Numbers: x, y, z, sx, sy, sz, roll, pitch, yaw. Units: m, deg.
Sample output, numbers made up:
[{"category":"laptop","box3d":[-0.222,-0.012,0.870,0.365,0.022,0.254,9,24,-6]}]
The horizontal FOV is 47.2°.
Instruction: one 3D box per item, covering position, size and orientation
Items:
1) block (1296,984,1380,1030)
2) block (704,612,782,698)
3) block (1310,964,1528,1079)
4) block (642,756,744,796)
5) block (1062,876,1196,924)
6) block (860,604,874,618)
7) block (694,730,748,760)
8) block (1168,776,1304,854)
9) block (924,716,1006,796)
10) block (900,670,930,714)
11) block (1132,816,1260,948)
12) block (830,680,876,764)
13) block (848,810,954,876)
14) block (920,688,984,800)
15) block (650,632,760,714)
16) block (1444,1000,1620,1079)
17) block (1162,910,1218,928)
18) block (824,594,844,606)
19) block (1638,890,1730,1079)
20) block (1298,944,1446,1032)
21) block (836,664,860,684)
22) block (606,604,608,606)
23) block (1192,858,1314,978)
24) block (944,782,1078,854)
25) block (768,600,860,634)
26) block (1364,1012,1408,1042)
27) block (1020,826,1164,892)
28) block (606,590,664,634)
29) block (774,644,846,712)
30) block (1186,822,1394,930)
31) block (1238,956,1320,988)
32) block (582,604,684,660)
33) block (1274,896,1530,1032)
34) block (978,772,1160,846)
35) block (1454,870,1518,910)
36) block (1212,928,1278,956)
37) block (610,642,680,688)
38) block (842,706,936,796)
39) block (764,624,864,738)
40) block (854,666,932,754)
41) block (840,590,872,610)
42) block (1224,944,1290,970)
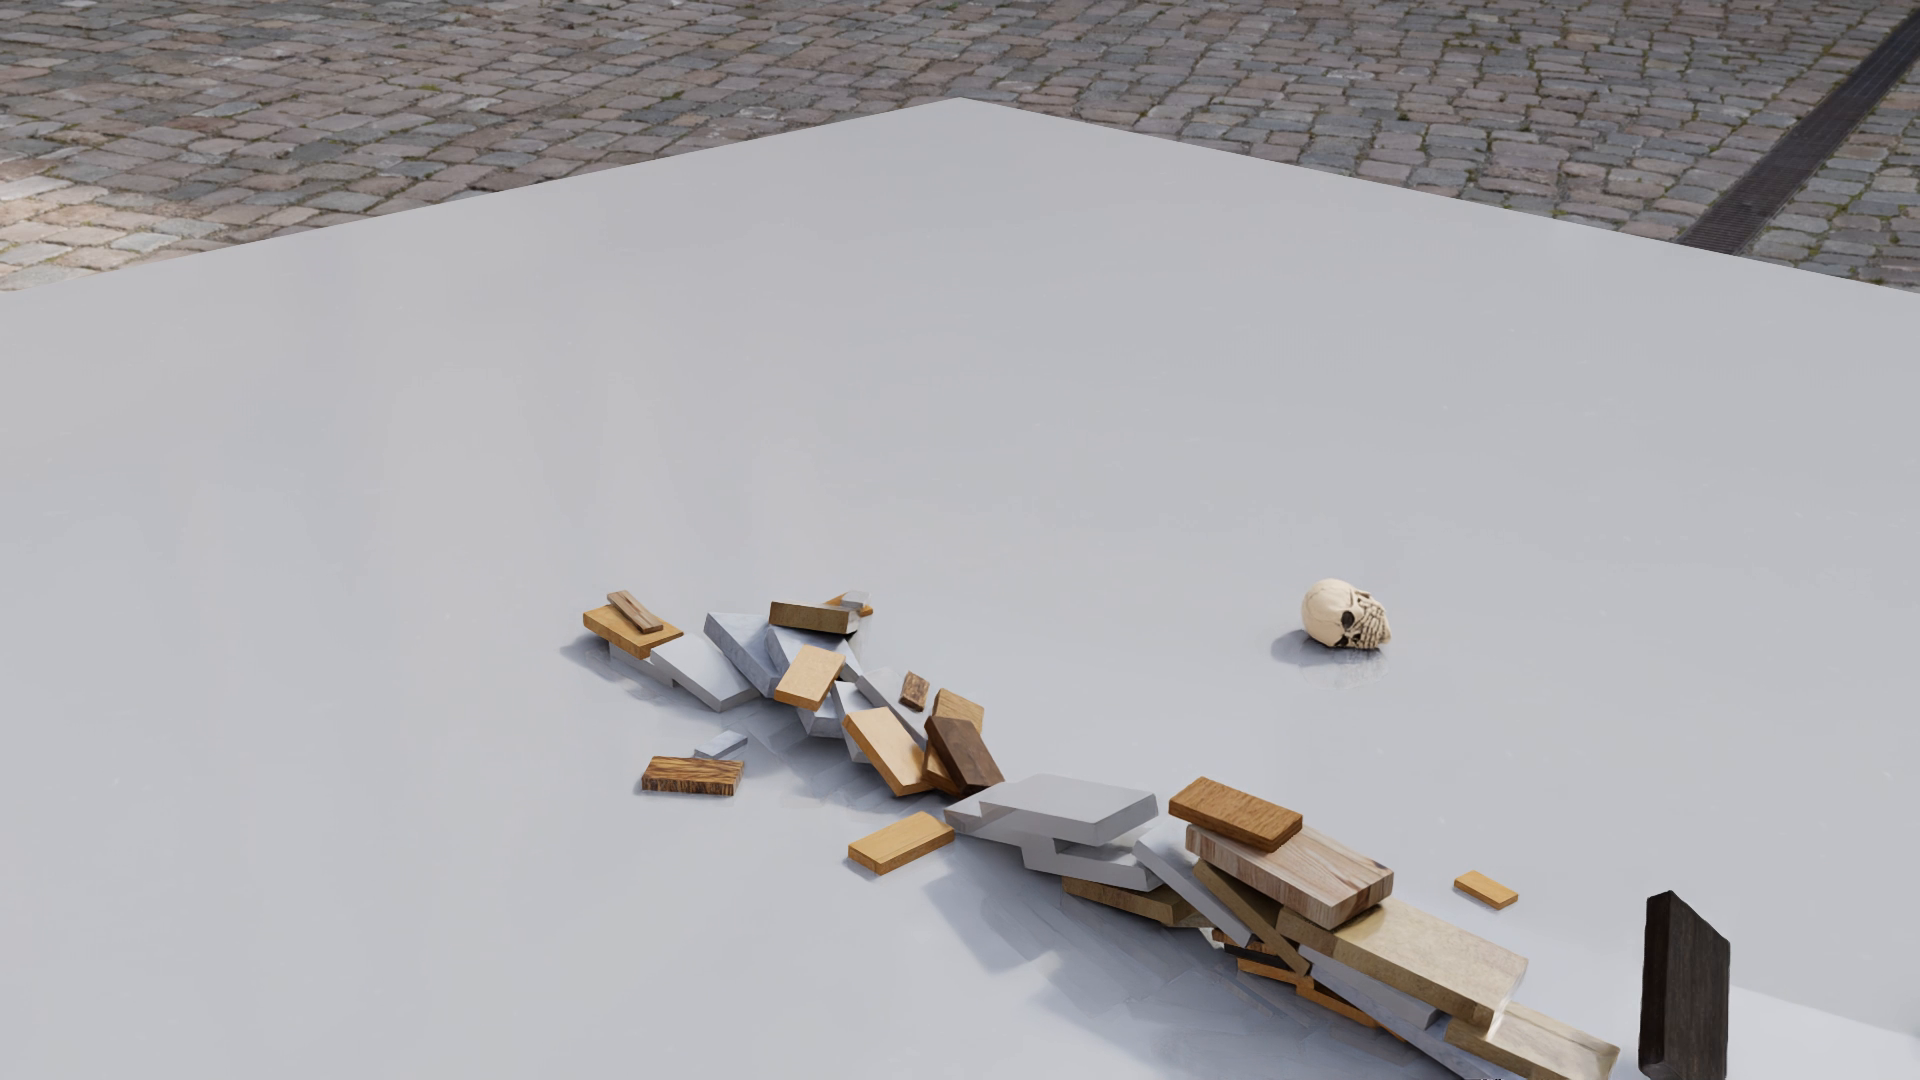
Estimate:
[{"category":"block","box3d":[0.680,0.798,3.851,0.163,0.023,0.081,19,30,38]},{"category":"block","box3d":[-0.431,0.262,5.003,0.176,0.050,0.352,4,20,-33]},{"category":"block","box3d":[0.798,0.807,3.726,0.409,0.036,0.129,31,36,35]},{"category":"block","box3d":[-0.555,0.490,4.571,0.193,0.027,0.097,3,23,7]},{"category":"block","box3d":[0.337,0.647,4.131,0.272,0.039,0.136,9,23,44]},{"category":"block","box3d":[-0.261,0.163,5.359,0.050,0.014,0.100,-16,28,-33]},{"category":"block","box3d":[-0.511,0.441,4.703,0.054,0.015,0.108,17,28,34]},{"category":"block","box3d":[0.492,0.490,3.927,0.213,0.030,0.107,19,30,34]},{"category":"block","box3d":[0.013,0.449,4.547,0.107,0.030,0.213,11,31,-33]},{"category":"block","box3d":[-0.097,0.327,4.736,0.054,0.015,0.108,31,26,-9]},{"category":"block","box3d":[0.457,0.612,3.978,0.272,0.039,0.136,39,40,27]},{"category":"block","box3d":[-0.197,0.388,4.657,0.109,0.031,0.218,9,35,-26]},{"category":"block","box3d":[-0.115,0.595,4.323,0.194,0.027,0.097,-20,30,-39]},{"category":"block","box3d":[-0.013,0.428,4.633,0.107,0.030,0.334,26,25,-8]},{"category":"block","box3d":[-0.574,0.298,4.954,0.241,0.034,0.121,32,37,33]},{"category":"block","box3d":[0.946,0.835,3.638,0.257,0.036,0.129,21,32,23]},{"category":"block","box3d":[0.442,0.689,4.043,0.069,0.020,0.139,-22,8,-42]},{"category":"block","box3d":[-0.292,0.158,5.333,0.054,0.015,0.109,19,31,38]},{"category":"block","box3d":[1.192,0.762,3.614,0.047,0.167,0.334,-31,28,41]},{"category":"block","box3d":[0.724,0.732,3.768,0.257,0.036,0.129,29,35,33]},{"category":"block","box3d":[-0.249,0.299,4.805,0.054,0.015,0.108,-6,37,-45]},{"category":"block","box3d":[-0.821,0.178,5.323,0.100,0.014,0.050,6,24,15]},{"category":"block","box3d":[0.556,0.645,3.908,0.136,0.039,0.272,-21,54,-42]},{"category":"block","box3d":[0.134,0.542,4.313,0.162,0.046,0.323,-20,15,-37]},{"category":"block","box3d":[-0.333,0.176,5.083,0.176,0.050,0.352,8,0,2]},{"category":"block","box3d":[0.732,0.796,3.792,0.081,0.023,0.163,-17,37,-37]},{"category":"block","box3d":[0.287,0.591,4.162,0.162,0.046,0.323,-21,15,-40]},{"category":"block","box3d":[-0.765,0.169,5.170,0.050,0.014,0.226,-13,26,-28]},{"category":"block","box3d":[-0.321,0.295,4.730,0.097,0.027,0.193,15,31,8]},{"category":"block","box3d":[0.576,0.562,3.864,0.167,0.047,0.334,-20,31,-37]},{"category":"block","box3d":[0.585,0.754,3.914,0.163,0.023,0.081,6,21,43]},{"category":"block","box3d":[-0.764,0.208,5.140,0.121,0.034,0.241,-19,29,-37]},{"category":"block","box3d":[0.754,0.693,3.759,0.392,0.047,0.167,23,32,25]},{"category":"block","box3d":[0.204,0.509,4.178,0.162,0.046,0.323,-20,15,-38]},{"category":"block","box3d":[0.999,0.664,4.176,0.054,0.015,0.109,-17,28,-34]},{"category":"block","box3d":[0.529,0.710,3.950,0.139,0.020,0.069,6,21,43]},{"category":"block","box3d":[-0.690,0.269,5.084,0.121,0.034,0.241,-21,30,-40]},{"category":"block","box3d":[-0.141,0.437,4.565,0.109,0.031,0.218,-6,43,-41]},{"category":"block","box3d":[-0.295,0.311,4.822,0.176,0.050,0.352,8,28,-27]},{"category":"block","box3d":[-0.116,0.363,4.705,0.218,0.031,0.109,44,27,18]},{"category":"block","box3d":[-0.251,0.143,5.301,0.054,0.015,0.109,8,13,6]},{"category":"block","box3d":[0.549,0.731,3.937,0.139,0.020,0.069,7,22,45]}]
